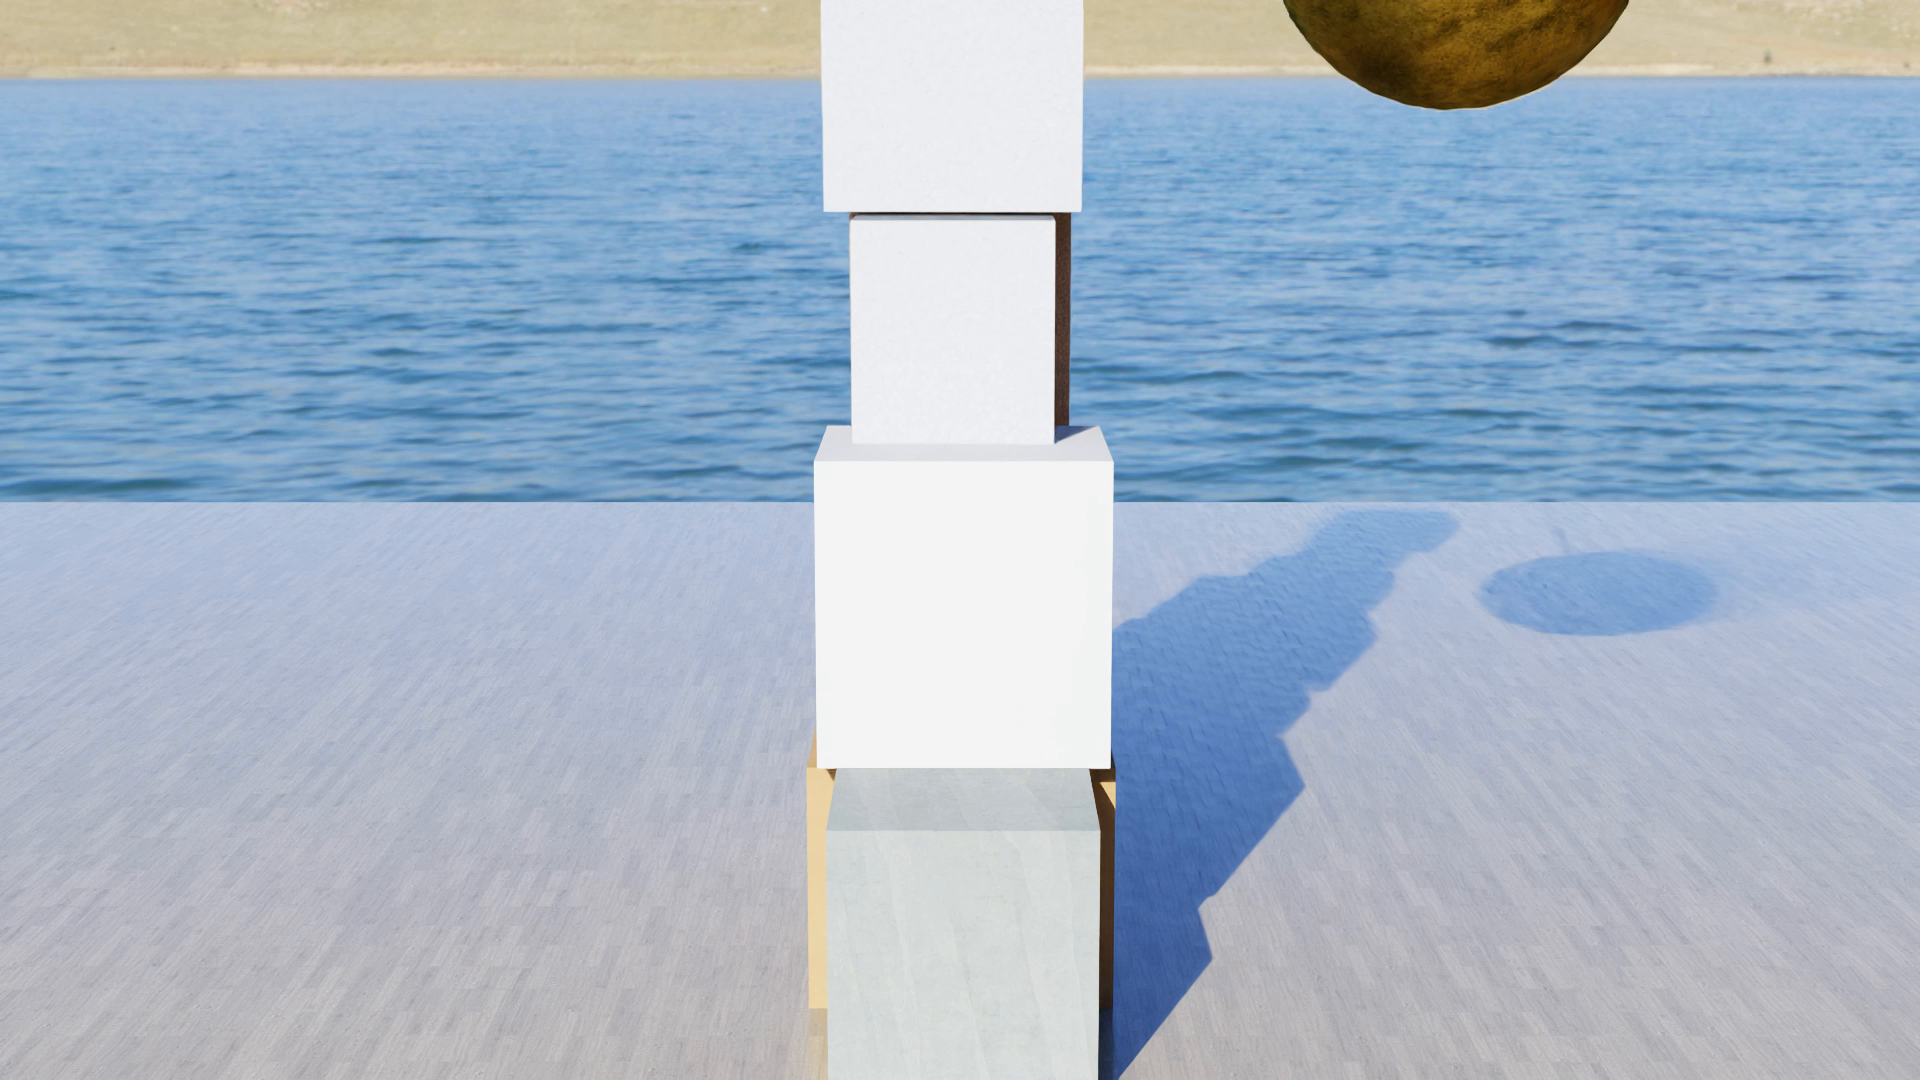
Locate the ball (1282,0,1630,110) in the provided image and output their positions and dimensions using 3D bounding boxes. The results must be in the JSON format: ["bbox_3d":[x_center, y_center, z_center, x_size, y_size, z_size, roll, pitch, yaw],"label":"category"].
[{"bbox_3d":[2.074,-2.605,10.707,1.600,1.600,1.600,0,10,0],"label":"ball"}]

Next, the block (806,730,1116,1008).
[{"bbox_3d":[0.004,1.213,10.250,1.157,0.945,1.156,0,10,0],"label":"block"}]

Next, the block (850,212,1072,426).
[{"bbox_3d":[0.007,-0.986,10.864,0.891,1.068,0.923,0,15,1],"label":"block"}]

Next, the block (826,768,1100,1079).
[{"bbox_3d":[0.010,1.383,9.212,0.928,0.983,0.928,0,10,0],"label":"block"}]

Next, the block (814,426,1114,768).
[{"bbox_3d":[0.013,0.193,9.814,1.079,1.143,0.960,0,10,0],"label":"block"}]

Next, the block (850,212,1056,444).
[{"bbox_3d":[-0.020,-0.843,9.977,0.758,0.837,0.801,0,10,1],"label":"block"}]

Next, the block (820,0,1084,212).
[{"bbox_3d":[-0.023,-1.835,10.169,0.981,0.926,1.064,0,15,1],"label":"block"}]
